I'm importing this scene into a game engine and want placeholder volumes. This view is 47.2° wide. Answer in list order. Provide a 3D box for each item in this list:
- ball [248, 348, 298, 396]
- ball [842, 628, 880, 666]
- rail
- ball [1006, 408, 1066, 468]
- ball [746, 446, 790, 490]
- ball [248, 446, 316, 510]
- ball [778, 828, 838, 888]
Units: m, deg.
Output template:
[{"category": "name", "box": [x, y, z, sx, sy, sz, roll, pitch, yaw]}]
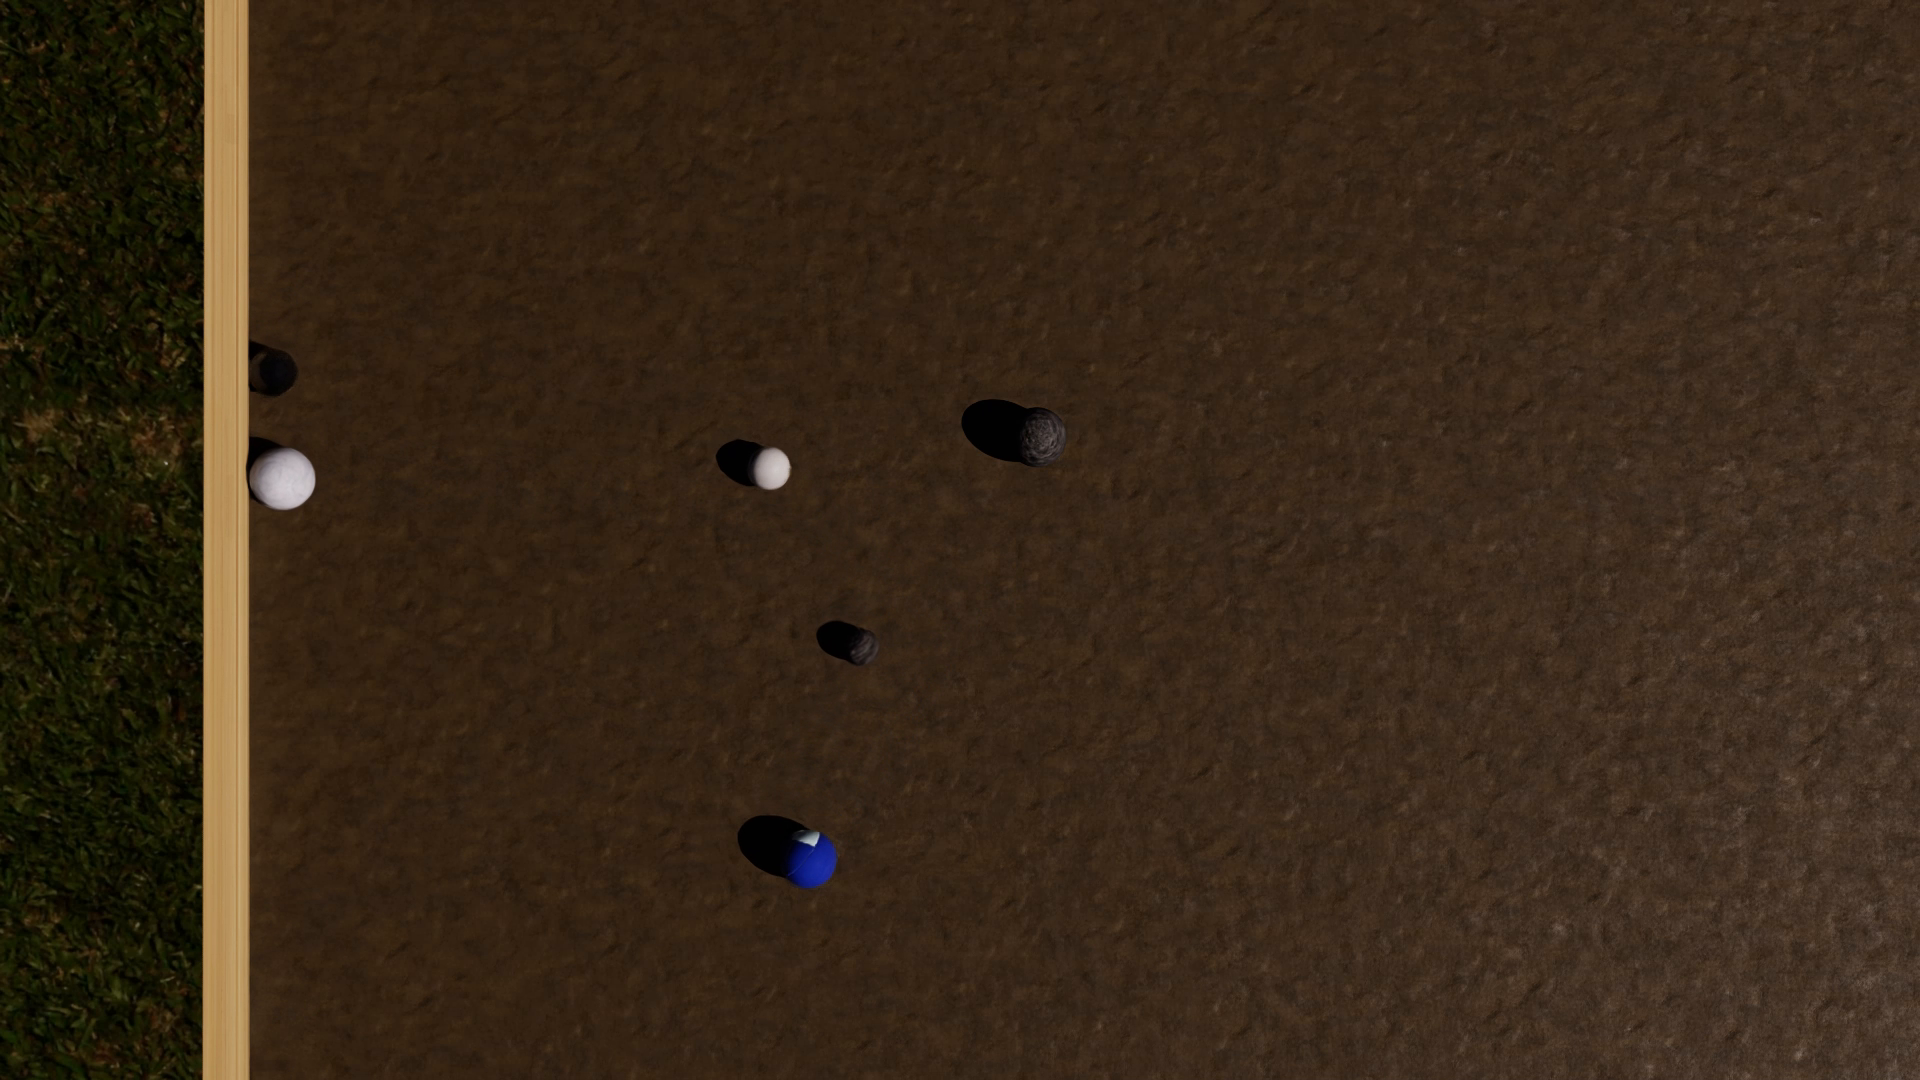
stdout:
[{"category": "ball", "box": [-1.025, -0.250, 3.281, 0.072, 0.072, 0.072, 0, 84, 0]}, {"category": "ball", "box": [-0.146, 0.158, 3.244, 0.055, 0.055, 0.055, 0, 84, 0]}, {"category": "rail", "box": [-1.065, 0.036, 3.222, 0.045, 0.123, 2.431, -2, 84, 0]}, {"category": "ball", "box": [0.114, -0.152, 3.262, 0.089, 0.089, 0.089, 0, 84, 0]}, {"category": "ball", "box": [-0.284, -0.106, 3.268, 0.065, 0.065, 0.065, 0, 84, 0]}, {"category": "ball", "box": [-1.002, -0.091, 3.252, 0.095, 0.095, 0.095, 0, 84, 0]}, {"category": "ball", "box": [-0.221, 0.463, 3.194, 0.085, 0.085, 0.085, 0, 84, 0]}]
